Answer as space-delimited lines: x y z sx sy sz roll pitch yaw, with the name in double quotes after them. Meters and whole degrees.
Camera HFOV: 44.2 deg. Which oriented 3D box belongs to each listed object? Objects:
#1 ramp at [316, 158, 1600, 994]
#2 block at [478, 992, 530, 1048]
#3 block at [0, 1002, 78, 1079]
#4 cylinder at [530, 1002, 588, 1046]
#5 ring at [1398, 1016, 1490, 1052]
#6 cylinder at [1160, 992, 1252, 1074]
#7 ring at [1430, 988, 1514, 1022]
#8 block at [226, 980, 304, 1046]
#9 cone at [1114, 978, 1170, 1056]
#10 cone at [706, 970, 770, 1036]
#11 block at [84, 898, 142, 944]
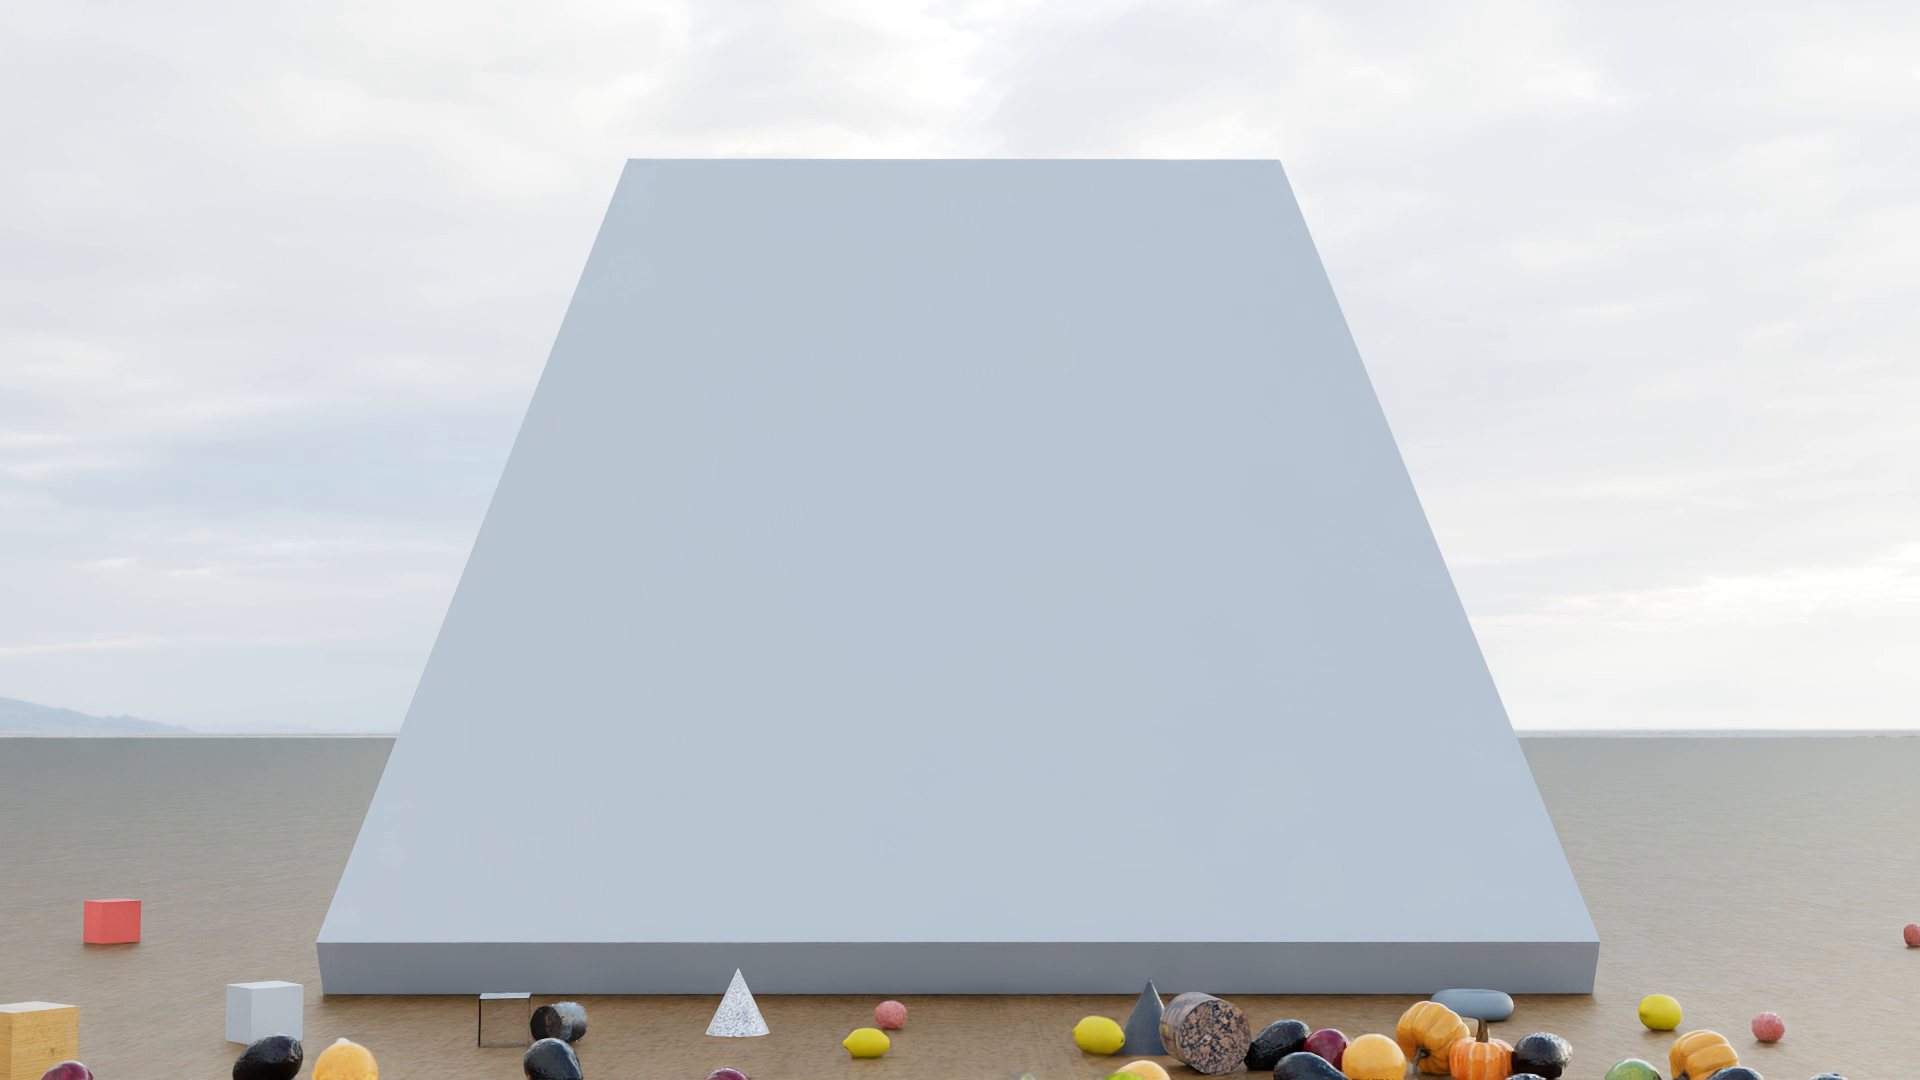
-0.010 -0.227 5.493 2.000 0.100 4.000 0 27 0 "ramp"
-0.602 0.635 3.130 0.064 0.064 0.064 1 -5 -8 "block"
-1.109 0.597 2.802 0.087 0.087 0.087 -3 -6 36 "block"
-0.531 0.641 3.131 0.053 0.053 0.053 -2 -5 28 "cylinder"
0.632 0.644 3.087 0.117 0.039 0.117 1 -5 0 "ring"
0.300 0.603 2.899 0.090 0.090 0.090 1 -5 -12 "cylinder"
0.738 0.670 3.412 0.118 0.039 0.118 0 -6 0 "ring"
-0.932 0.633 3.171 0.074 0.074 0.074 4 -6 -42 "block"
0.246 0.615 3.069 0.094 0.094 0.094 0 -5 0 "cone"
-0.305 0.633 3.253 0.088 0.088 0.088 0 -5 0 "cone"
-1.672 0.751 4.667 0.080 0.080 0.080 5 -6 -44 "block"
